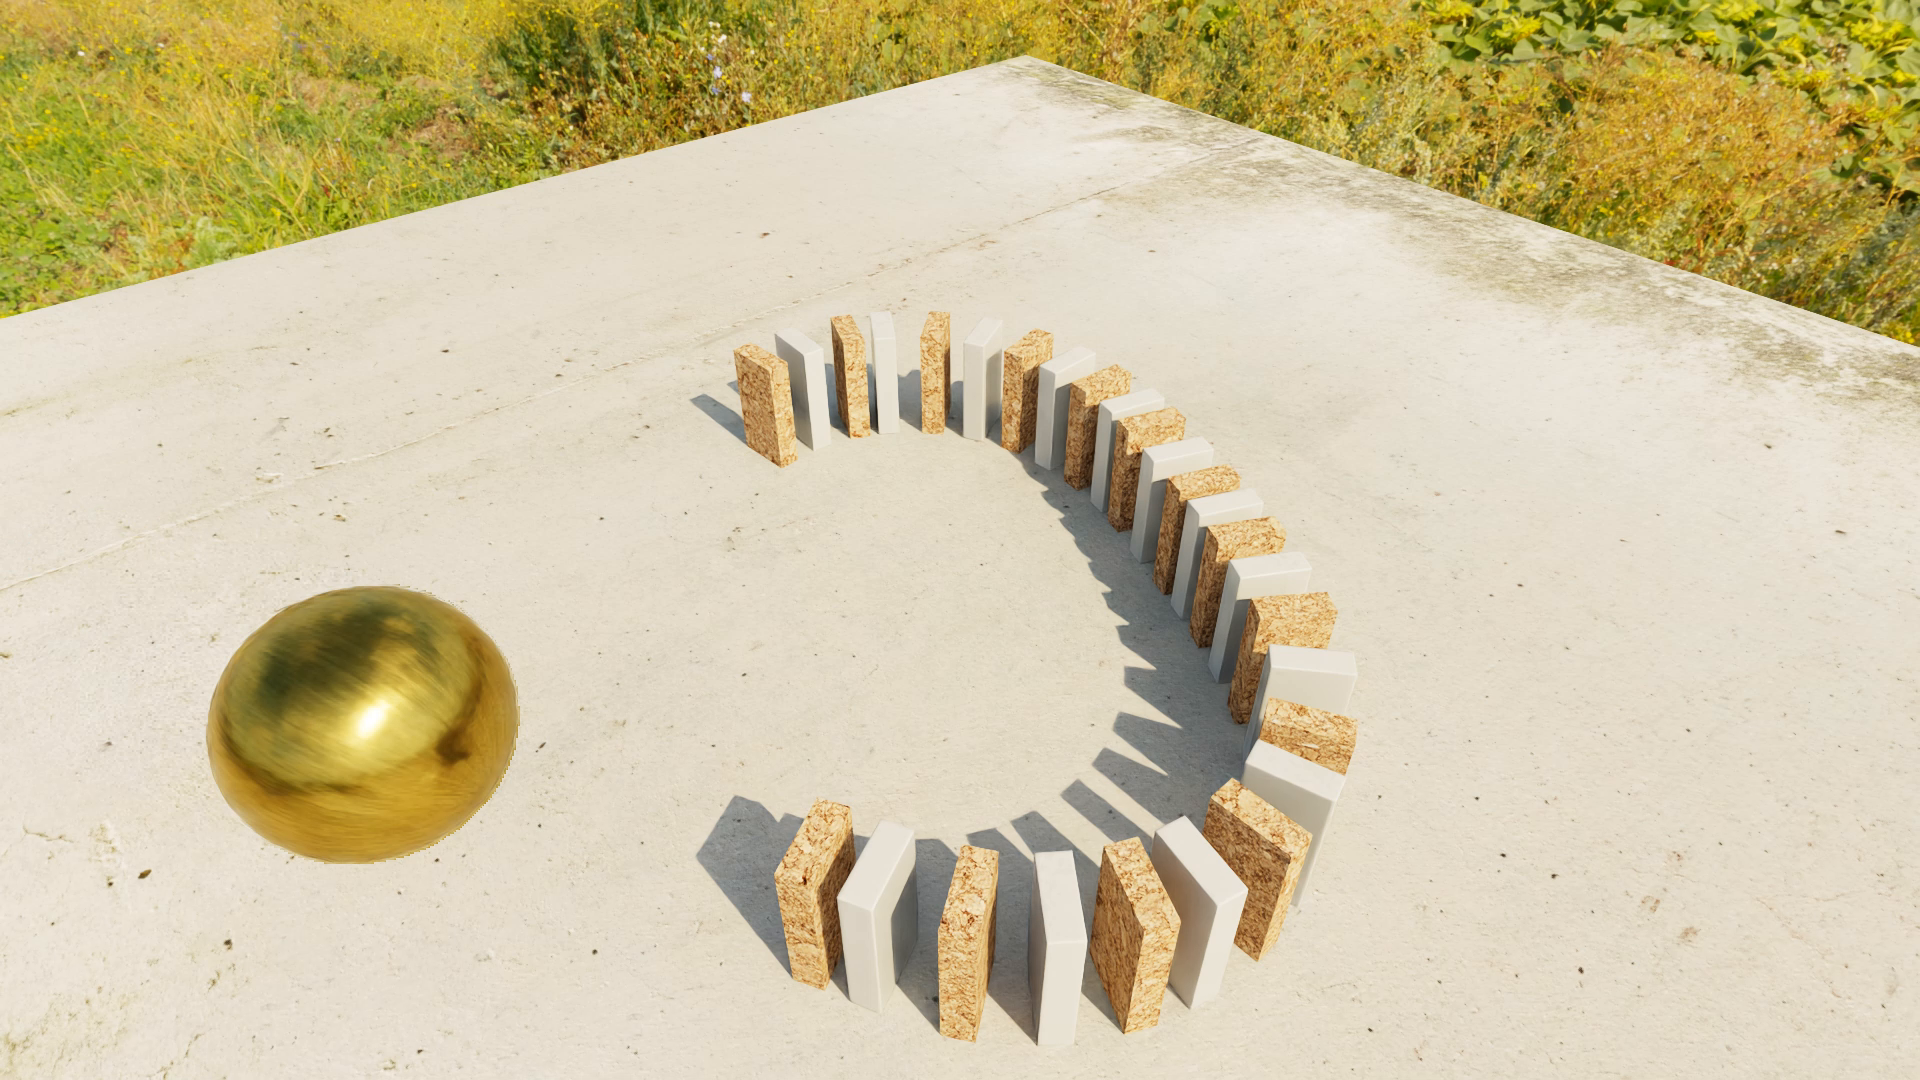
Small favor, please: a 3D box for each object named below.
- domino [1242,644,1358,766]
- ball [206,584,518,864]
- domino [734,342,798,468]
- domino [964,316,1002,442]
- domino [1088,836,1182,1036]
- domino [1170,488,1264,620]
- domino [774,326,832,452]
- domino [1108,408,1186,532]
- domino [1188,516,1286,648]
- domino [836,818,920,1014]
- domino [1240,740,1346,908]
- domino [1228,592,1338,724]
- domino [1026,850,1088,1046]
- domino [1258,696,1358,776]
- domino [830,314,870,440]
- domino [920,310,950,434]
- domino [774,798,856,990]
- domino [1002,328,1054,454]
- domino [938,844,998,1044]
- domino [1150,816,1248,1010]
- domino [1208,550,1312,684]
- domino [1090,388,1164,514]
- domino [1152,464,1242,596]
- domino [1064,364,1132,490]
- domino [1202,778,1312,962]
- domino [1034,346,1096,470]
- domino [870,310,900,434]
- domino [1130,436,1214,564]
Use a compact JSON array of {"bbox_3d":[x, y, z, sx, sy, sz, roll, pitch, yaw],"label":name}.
[{"bbox_3d":[0.105,0.055,0.344,0.025,0.050,0.009,5,40,6],"label":"domino"},{"bbox_3d":[-0.173,0.053,0.323,0.080,0.080,0.080,0,39,0],"label":"ball"},{"bbox_3d":[-0.085,-0.059,0.483,0.025,0.050,0.010,32,49,33],"label":"domino"},{"bbox_3d":[0.010,-0.073,0.500,0.009,0.050,0.025,14,41,16],"label":"domino"},{"bbox_3d":[0.044,0.103,0.285,0.010,0.050,0.025,-11,41,-13],"label":"domino"},{"bbox_3d":[0.094,0.006,0.405,0.025,0.050,0.009,-12,41,-14],"label":"domino"},{"bbox_3d":[-0.070,-0.067,0.494,0.010,0.050,0.025,-26,46,-28],"label":"domino"},{"bbox_3d":[0.075,-0.028,0.446,0.025,0.050,0.009,-14,41,-16],"label":"domino"},{"bbox_3d":[0.098,0.016,0.392,0.025,0.050,0.010,-9,40,-11],"label":"domino"},{"bbox_3d":[-0.021,0.100,0.290,0.010,0.050,0.025,14,41,17],"label":"domino"},{"bbox_3d":[0.091,0.081,0.312,0.025,0.050,0.009,22,44,24],"label":"domino"},{"bbox_3d":[0.106,0.040,0.363,0.025,0.050,0.009,-4,39,-5],"label":"domino"},{"bbox_3d":[0.024,0.106,0.283,0.009,0.050,0.025,-2,39,-3],"label":"domino"},{"bbox_3d":[0.099,0.070,0.326,0.025,0.050,0.009,13,41,16],"label":"domino"},{"bbox_3d":[-0.050,-0.074,0.502,0.010,0.050,0.025,-12,41,-14],"label":"domino"},{"bbox_3d":[-0.011,-0.076,0.505,0.009,0.050,0.025,5,40,6],"label":"domino"},{"bbox_3d":[-0.037,0.095,0.295,0.010,0.050,0.025,13,41,15],"label":"domino"},{"bbox_3d":[0.030,-0.066,0.492,0.010,0.050,0.025,24,45,27],"label":"domino"},{"bbox_3d":[0.002,0.105,0.284,0.009,0.050,0.025,8,40,10],"label":"domino"},{"bbox_3d":[0.060,0.099,0.291,0.009,0.050,0.025,-19,43,-22],"label":"domino"},{"bbox_3d":[0.102,0.027,0.378,0.025,0.050,0.009,-7,40,-9],"label":"domino"},{"bbox_3d":[0.069,-0.037,0.456,0.025,0.050,0.009,-18,42,-20],"label":"domino"},{"bbox_3d":[0.089,-0.003,0.416,0.025,0.050,0.009,-13,41,-15],"label":"domino"},{"bbox_3d":[0.058,-0.048,0.470,0.025,0.050,0.009,-25,45,-27],"label":"domino"},{"bbox_3d":[0.078,0.091,0.301,0.009,0.050,0.025,-31,48,-32],"label":"domino"},{"bbox_3d":[0.046,-0.057,0.481,0.025,0.050,0.009,-31,48,-32],"label":"domino"},{"bbox_3d":[-0.035,-0.076,0.505,0.009,0.050,0.025,-5,40,-6],"label":"domino"},{"bbox_3d":[0.082,-0.015,0.430,0.025,0.050,0.010,-12,41,-15],"label":"domino"}]
